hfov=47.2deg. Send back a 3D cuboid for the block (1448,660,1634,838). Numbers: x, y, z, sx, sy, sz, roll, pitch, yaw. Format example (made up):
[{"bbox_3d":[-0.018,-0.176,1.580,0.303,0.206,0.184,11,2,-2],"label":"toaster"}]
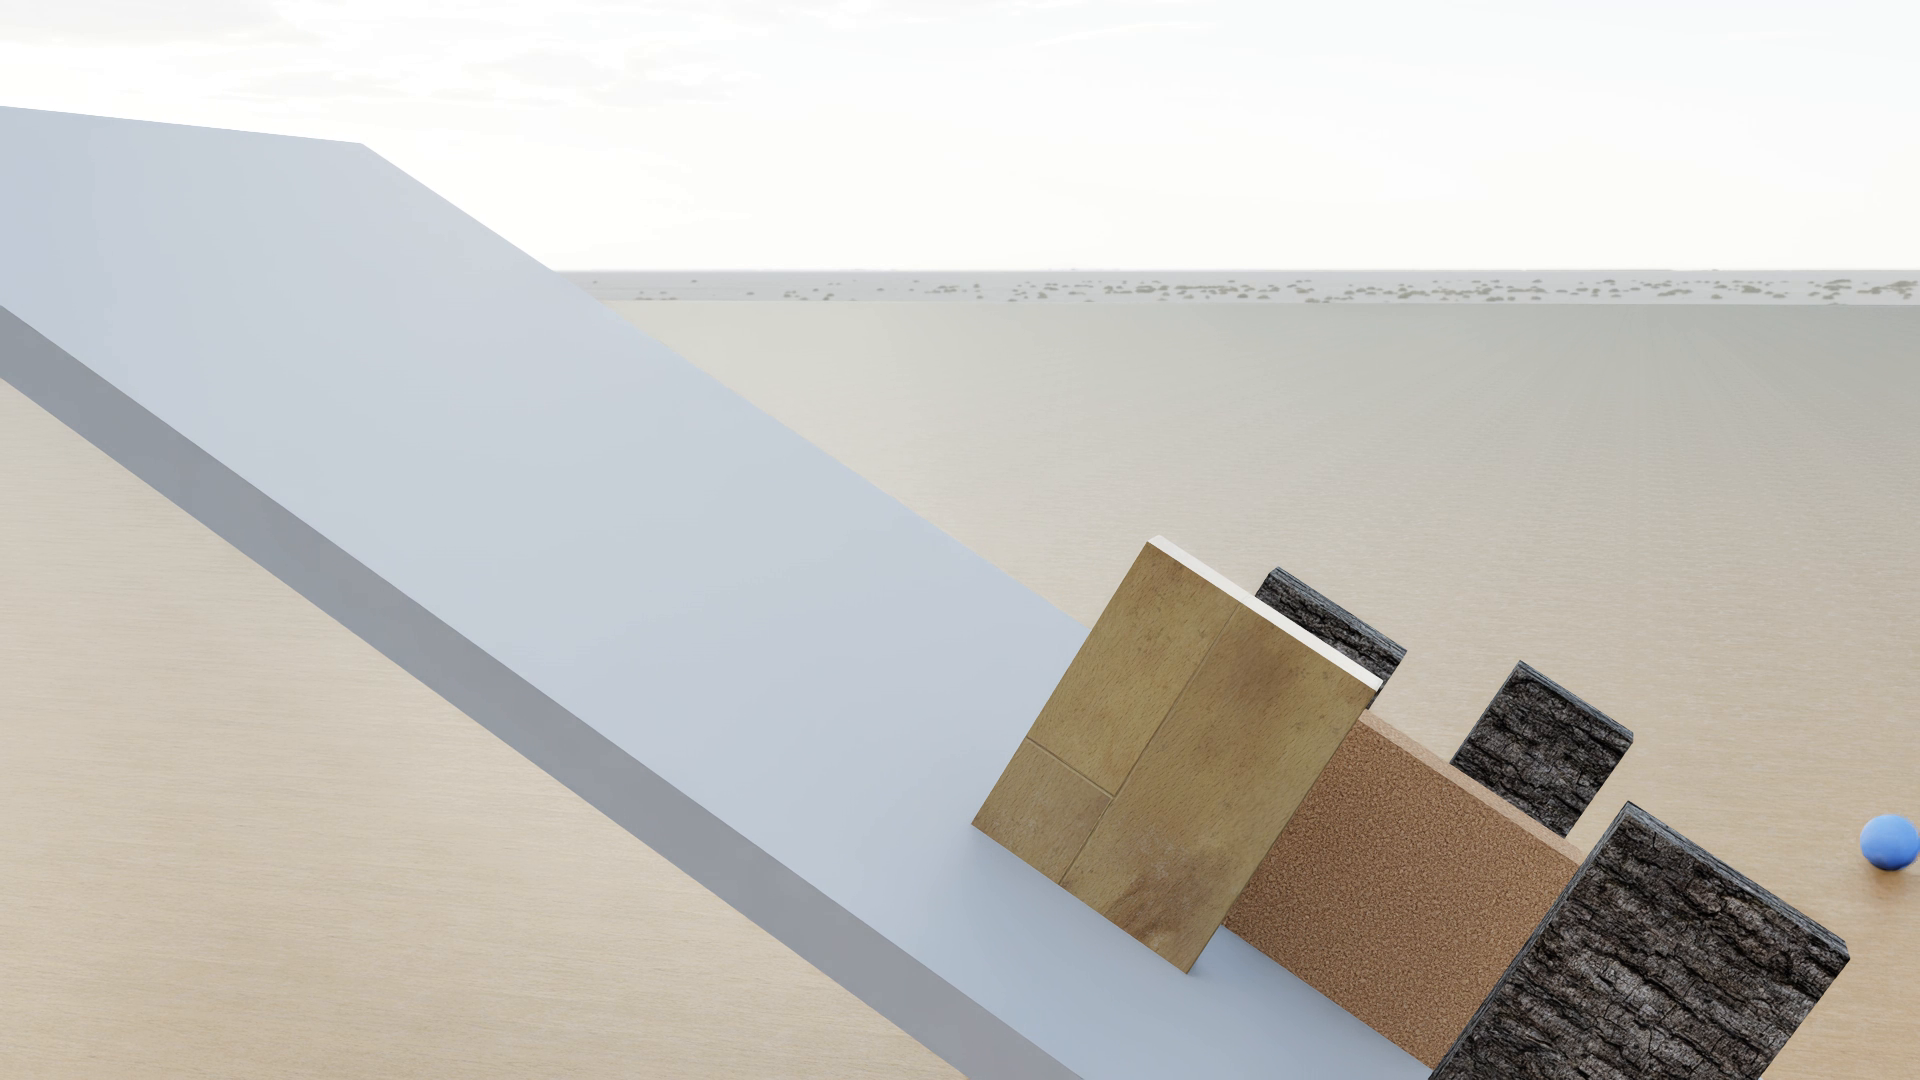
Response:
[{"bbox_3d":[1.004,0.538,4.173,0.246,0.578,0.090,34,15,11],"label":"block"}]

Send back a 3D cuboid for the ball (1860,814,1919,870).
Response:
[{"bbox_3d":[2.892,0.942,6.841,0.173,0.173,0.173,0,7,0],"label":"ball"}]

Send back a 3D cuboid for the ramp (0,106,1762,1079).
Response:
[{"bbox_3d":[-0.161,0.266,4.116,4.000,0.100,2.000,34,15,11],"label":"ramp"}]

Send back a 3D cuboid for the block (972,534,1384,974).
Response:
[{"bbox_3d":[0.344,0.345,3.546,0.425,0.560,0.091,34,15,11],"label":"block"}]

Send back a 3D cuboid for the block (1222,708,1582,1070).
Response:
[{"bbox_3d":[0.747,0.592,3.765,0.443,0.438,0.101,34,15,11],"label":"block"}]

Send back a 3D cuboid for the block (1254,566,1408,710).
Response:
[{"bbox_3d":[0.684,0.318,4.608,0.321,0.406,0.119,34,15,11],"label":"block"}]

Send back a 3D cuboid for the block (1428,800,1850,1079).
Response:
[{"bbox_3d":[0.902,0.744,3.111,0.343,0.673,0.086,34,15,11],"label":"block"}]
